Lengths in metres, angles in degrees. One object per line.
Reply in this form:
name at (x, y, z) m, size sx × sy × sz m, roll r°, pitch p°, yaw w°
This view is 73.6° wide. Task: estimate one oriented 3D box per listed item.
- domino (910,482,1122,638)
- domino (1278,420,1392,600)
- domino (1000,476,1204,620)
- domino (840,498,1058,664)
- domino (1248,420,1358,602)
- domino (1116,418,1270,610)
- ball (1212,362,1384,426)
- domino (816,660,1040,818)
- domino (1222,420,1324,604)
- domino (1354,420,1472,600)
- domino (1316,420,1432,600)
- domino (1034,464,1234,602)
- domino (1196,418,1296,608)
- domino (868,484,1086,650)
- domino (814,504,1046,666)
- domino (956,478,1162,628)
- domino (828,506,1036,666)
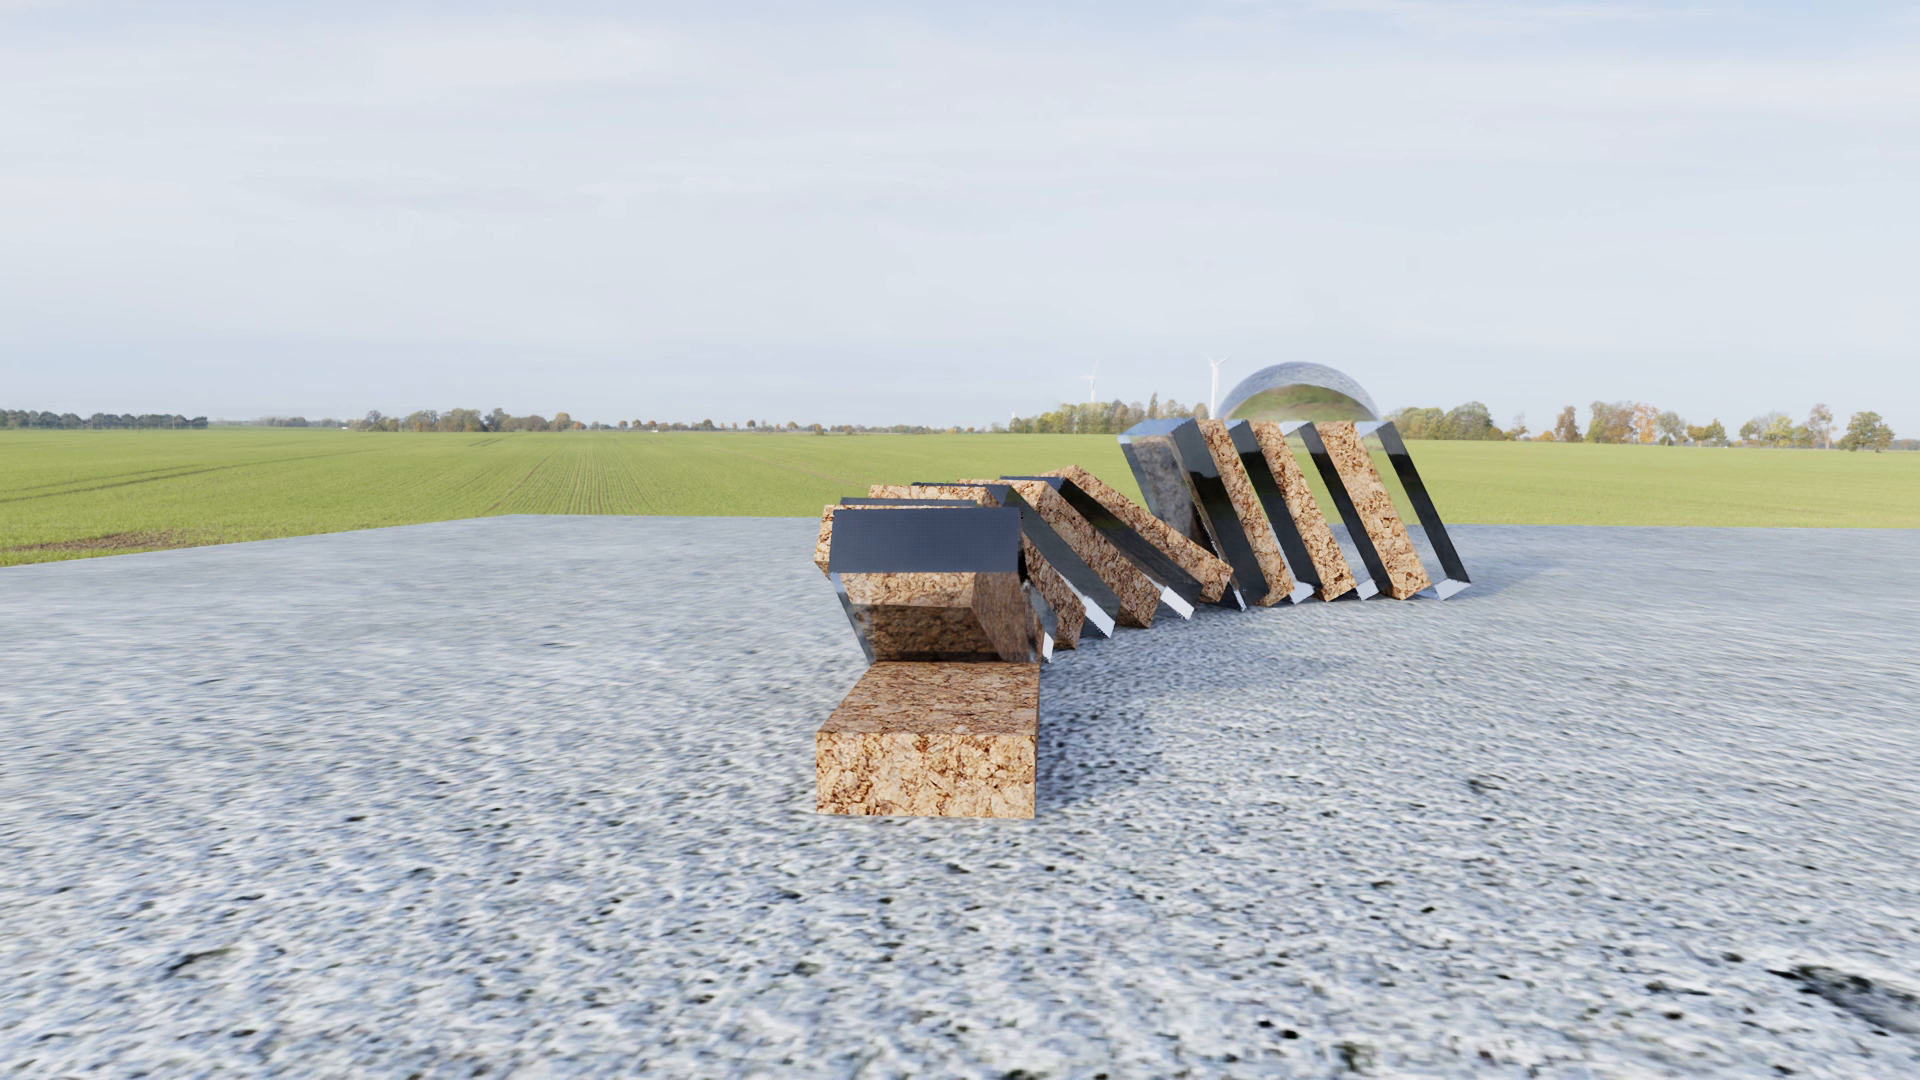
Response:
domino at (0.011, 0.005, 0.273) m, size 0.025 × 0.009 × 0.050 m, roll 3°, pitch -27°, yaw 38°
domino at (0.101, -0.009, 0.359) m, size 0.010 × 0.050 × 0.025 m, roll -28°, pitch 5°, yaw -1°
domino at (0.032, 0.002, 0.306) m, size 0.050 × 0.010 × 0.025 m, roll 35°, pitch -16°, yaw -30°
domino at (-0.001, 0.008, 0.235) m, size 0.025 × 0.010 × 0.050 m, roll 2°, pitch -26°, yaw 22°
domino at (0.091, -0.008, 0.355) m, size 0.010 × 0.050 × 0.025 m, roll -28°, pitch 5°, yaw -1°
domino at (0.060, -0.007, 0.333) m, size 0.009 × 0.050 × 0.025 m, roll -30°, pitch 13°, yaw -17°
ball at (0.154, -0.042, 0.588) m, size 0.080 × 0.080 × 0.080 m, roll 0°, pitch 4°, yaw 0°
domino at (-0.002, 0.025, 0.171) m, size 0.025 × 0.010 × 0.050 m, roll 0°, pitch 4°, yaw 4°
domino at (0.079, -0.008, 0.349) m, size 0.010 × 0.050 × 0.025 m, roll -29°, pitch 10°, yaw -10°
domino at (0.123, -0.009, 0.358) m, size 0.010 × 0.050 × 0.025 m, roll -28°, pitch 5°, yaw -1°
domino at (0.112, -0.009, 0.359) m, size 0.009 × 0.050 × 0.025 m, roll -28°, pitch 5°, yaw -1°
domino at (0.041, 0.000, 0.321) m, size 0.050 × 0.009 × 0.025 m, roll 32°, pitch -15°, yaw -18°
domino at (0.069, -0.007, 0.341) m, size 0.010 × 0.050 × 0.025 m, roll -30°, pitch 13°, yaw -16°
domino at (0.004, 0.006, 0.255) m, size 0.025 × 0.009 × 0.050 m, roll 3°, pitch -27°, yaw 31°
domino at (-0.003, 0.010, 0.214) m, size 0.025 × 0.009 × 0.050 m, roll 1°, pitch -25°, yaw 17°
domino at (0.022, 0.004, 0.289) m, size 0.025 × 0.010 × 0.050 m, roll 4°, pitch -26°, yaw 43°
domino at (-0.002, 0.011, 0.192) m, size 0.025 × 0.009 × 0.050 m, roll -1°, pitch -26°, yaw 6°
